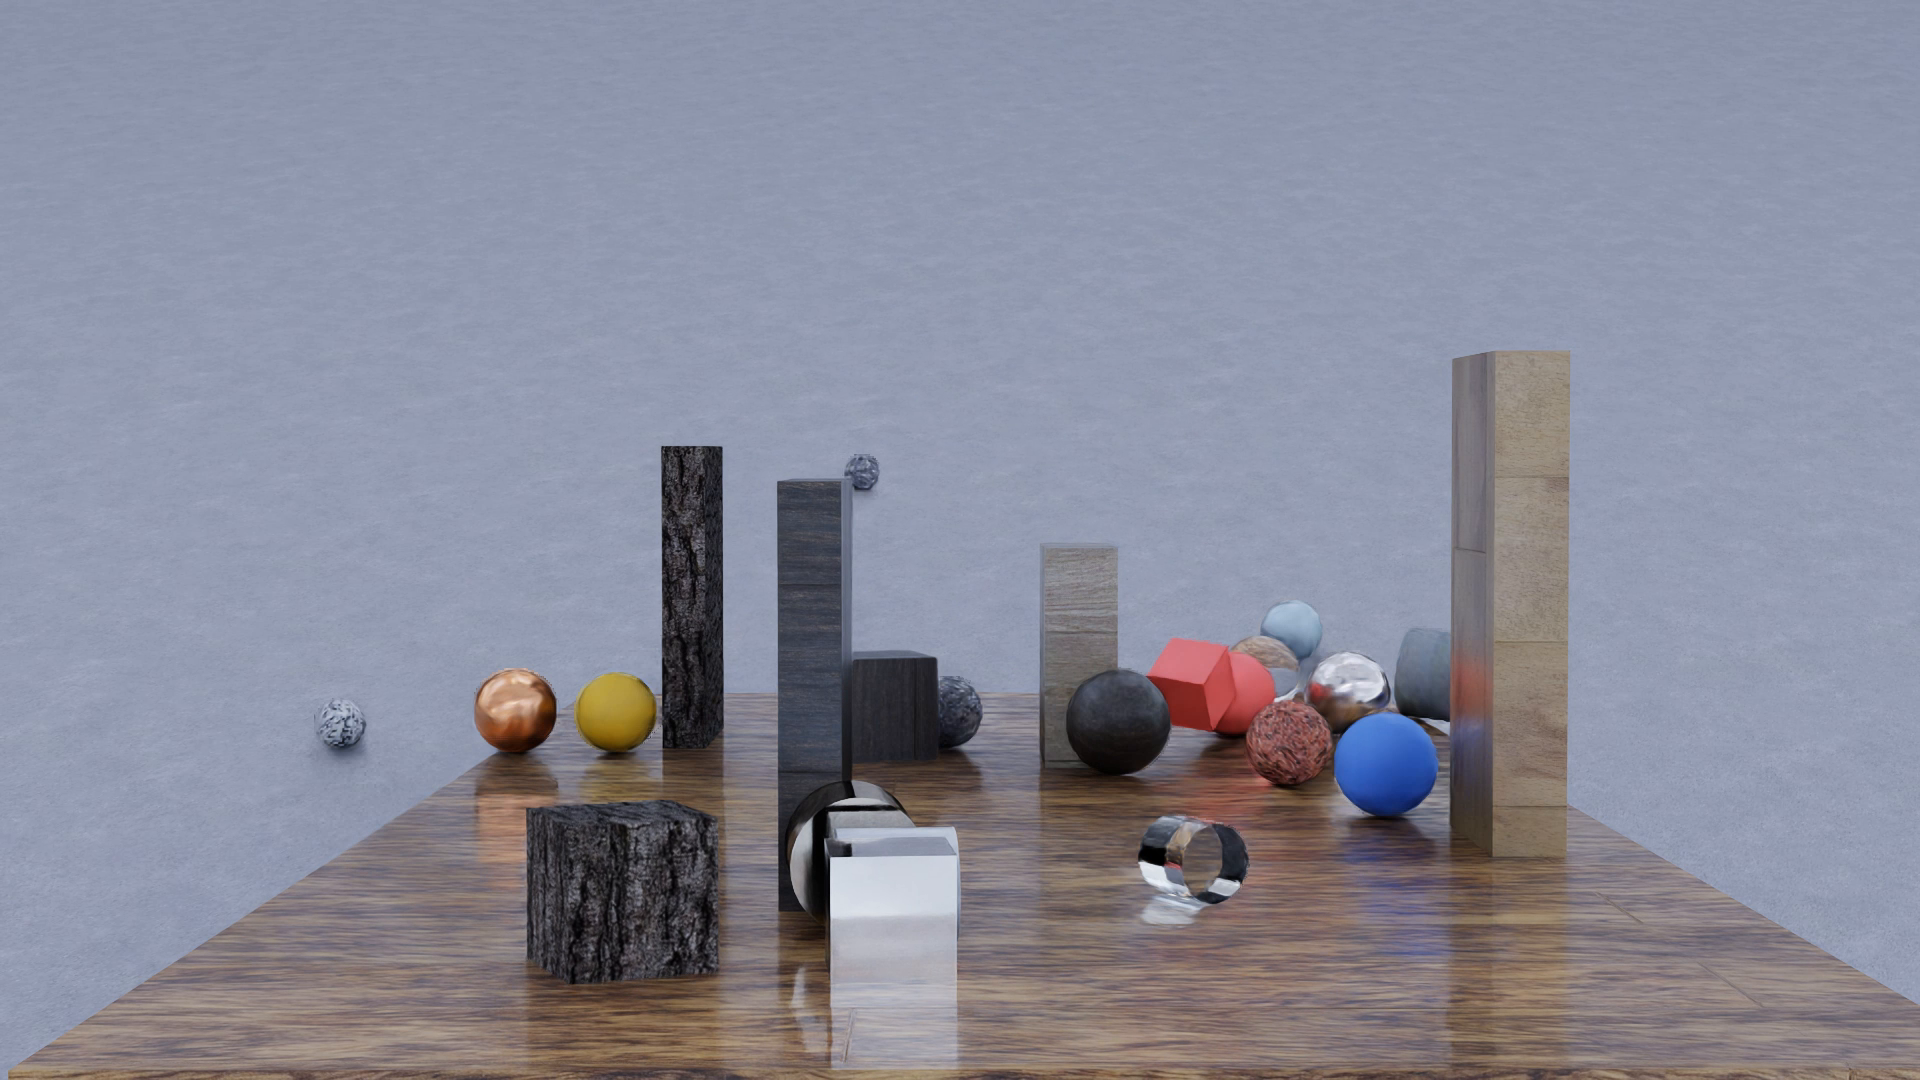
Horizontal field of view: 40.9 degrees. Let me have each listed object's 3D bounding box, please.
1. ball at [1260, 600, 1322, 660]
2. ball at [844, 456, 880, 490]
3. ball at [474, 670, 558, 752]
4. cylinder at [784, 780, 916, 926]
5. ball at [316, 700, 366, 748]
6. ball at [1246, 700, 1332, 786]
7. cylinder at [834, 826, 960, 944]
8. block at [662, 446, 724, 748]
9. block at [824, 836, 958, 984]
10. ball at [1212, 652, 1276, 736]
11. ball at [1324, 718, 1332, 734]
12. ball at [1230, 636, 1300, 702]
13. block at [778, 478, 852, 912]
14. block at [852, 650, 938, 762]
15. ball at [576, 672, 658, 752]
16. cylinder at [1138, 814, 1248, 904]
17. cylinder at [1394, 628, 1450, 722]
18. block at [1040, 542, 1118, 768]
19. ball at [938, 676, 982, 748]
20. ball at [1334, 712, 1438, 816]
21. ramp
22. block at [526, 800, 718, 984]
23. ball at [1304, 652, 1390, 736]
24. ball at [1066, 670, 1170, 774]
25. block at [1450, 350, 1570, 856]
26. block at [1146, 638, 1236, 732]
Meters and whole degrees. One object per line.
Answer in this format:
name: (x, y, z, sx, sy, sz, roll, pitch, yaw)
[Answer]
ball: (0.886, 0.243, 6.891, 0.165, 0.165, 0.165, 0, 24, 0)
ball: (-0.302, -0.206, 7.950, 0.108, 0.108, 0.108, 0, 24, 0)
ball: (-0.906, 0.349, 5.249, 0.169, 0.169, 0.169, 0, 24, 0)
cylinder: (-0.137, 0.410, 3.341, 0.175, 0.175, 0.175, -3, 2, -6)
ball: (-1.553, 0.461, 6.461, 0.123, 0.123, 0.123, 0, 24, 0)
ball: (0.602, 0.372, 4.720, 0.157, 0.157, 0.157, 0, 24, 0)
cylinder: (-0.080, 0.429, 3.186, 0.146, 0.146, 0.146, 0, 24, -6)
block: (-0.570, 0.112, 5.509, 0.089, 0.624, 0.406, 0, 2, 0)
block: (-0.083, 0.434, 3.038, 0.146, 0.146, 0.146, 0, 2, -6)
ball: (0.587, 0.332, 5.539, 0.181, 0.181, 0.181, 0, 24, 0)
ball: (0.665, 0.383, 5.000, 0.114, 0.114, 0.114, 0, 24, 0)
ball: (0.704, 0.314, 6.022, 0.183, 0.183, 0.183, 0, 24, 0)
block: (-0.200, 0.203, 3.587, 0.085, 0.572, 0.334, 0, 2, 0)
block: (-0.171, 0.333, 5.200, 0.202, 0.202, 0.202, -1, 2, -17)
ball: (-0.700, 0.351, 5.251, 0.164, 0.164, 0.164, 0, 24, 0)
cylinder: (0.319, 0.437, 3.531, 0.107, 0.107, 0.107, -14, 8, -27)
cylinder: (1.126, 0.314, 5.905, 0.203, 0.203, 0.203, 7, 25, 26)
block: (0.234, 0.223, 5.134, 0.141, 0.425, 0.309, 0, 2, 0)
ball: (-0.027, 0.357, 5.333, 0.146, 0.146, 0.146, 0, 24, 0)
ball: (0.716, 0.377, 4.332, 0.173, 0.173, 0.173, 0, 24, 0)
ramp: (0.056, 0.506, 4.550, 2.000, 0.100, 4.000, 0, 2, 0)
block: (-0.404, 0.416, 3.076, 0.181, 0.181, 0.181, -1, 2, -25)
ball: (0.834, 0.331, 5.547, 0.182, 0.182, 0.182, 0, 24, 0)
ball: (0.299, 0.345, 4.884, 0.199, 0.199, 0.199, 0, 24, 0)
block: (0.859, 0.091, 4.043, 0.112, 0.762, 0.337, 0, 2, 0)
block: (0.485, 0.301, 5.382, 0.128, 0.128, 0.128, 8, 40, 29)
